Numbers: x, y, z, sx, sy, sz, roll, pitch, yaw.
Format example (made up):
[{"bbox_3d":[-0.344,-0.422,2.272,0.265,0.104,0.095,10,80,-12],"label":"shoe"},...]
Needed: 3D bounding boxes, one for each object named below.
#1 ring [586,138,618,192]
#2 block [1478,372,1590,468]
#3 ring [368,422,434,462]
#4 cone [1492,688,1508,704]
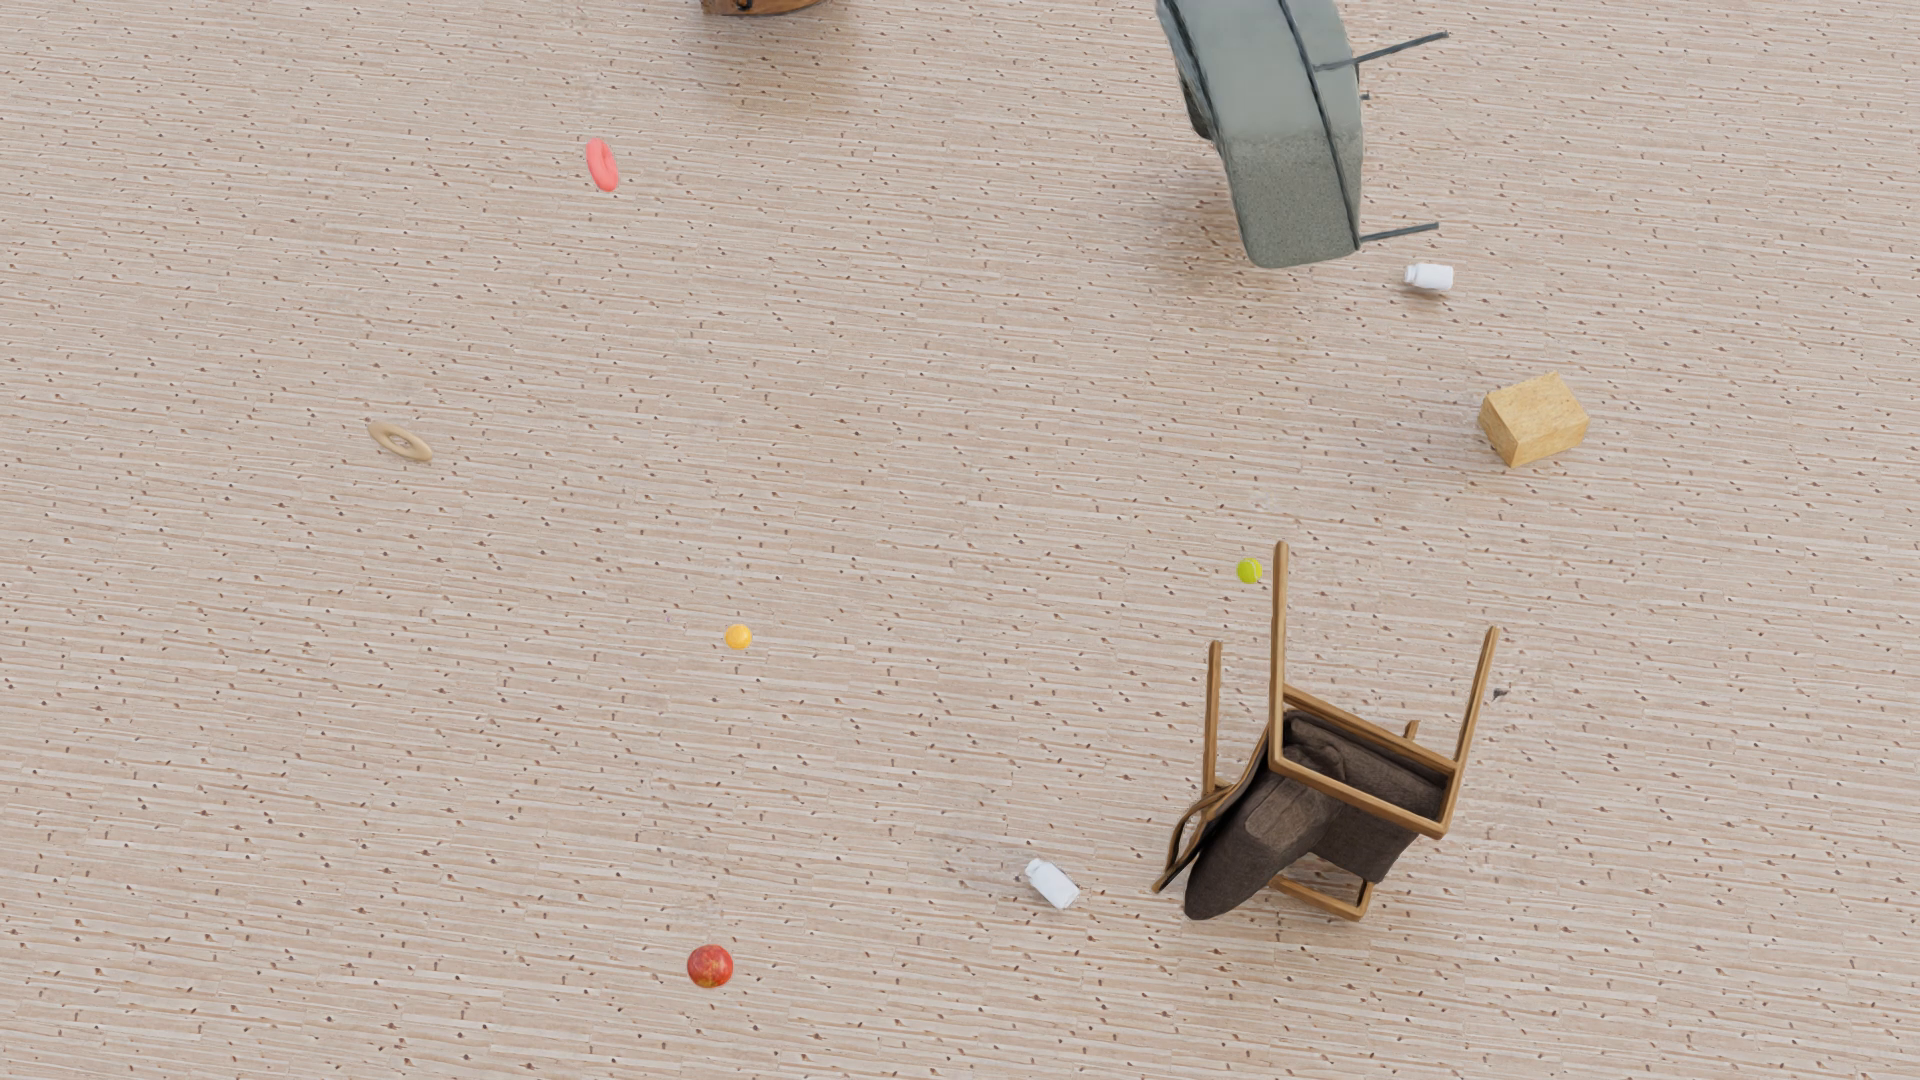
[{"bbox_3d":[-1.138,-1.193,6.993,0.050,0.175,0.178,-16,25,11],"label":"ring"},{"bbox_3d":[1.757,-0.369,6.743,0.247,0.130,0.201,-18,58,-12],"label":"block"},{"bbox_3d":[-1.710,-0.300,6.720,0.220,0.082,0.026,26,17,-3],"label":"ring"},{"bbox_3d":[1.401,0.397,5.734,0.045,0.067,0.029,-19,66,-19],"label":"cone"}]
